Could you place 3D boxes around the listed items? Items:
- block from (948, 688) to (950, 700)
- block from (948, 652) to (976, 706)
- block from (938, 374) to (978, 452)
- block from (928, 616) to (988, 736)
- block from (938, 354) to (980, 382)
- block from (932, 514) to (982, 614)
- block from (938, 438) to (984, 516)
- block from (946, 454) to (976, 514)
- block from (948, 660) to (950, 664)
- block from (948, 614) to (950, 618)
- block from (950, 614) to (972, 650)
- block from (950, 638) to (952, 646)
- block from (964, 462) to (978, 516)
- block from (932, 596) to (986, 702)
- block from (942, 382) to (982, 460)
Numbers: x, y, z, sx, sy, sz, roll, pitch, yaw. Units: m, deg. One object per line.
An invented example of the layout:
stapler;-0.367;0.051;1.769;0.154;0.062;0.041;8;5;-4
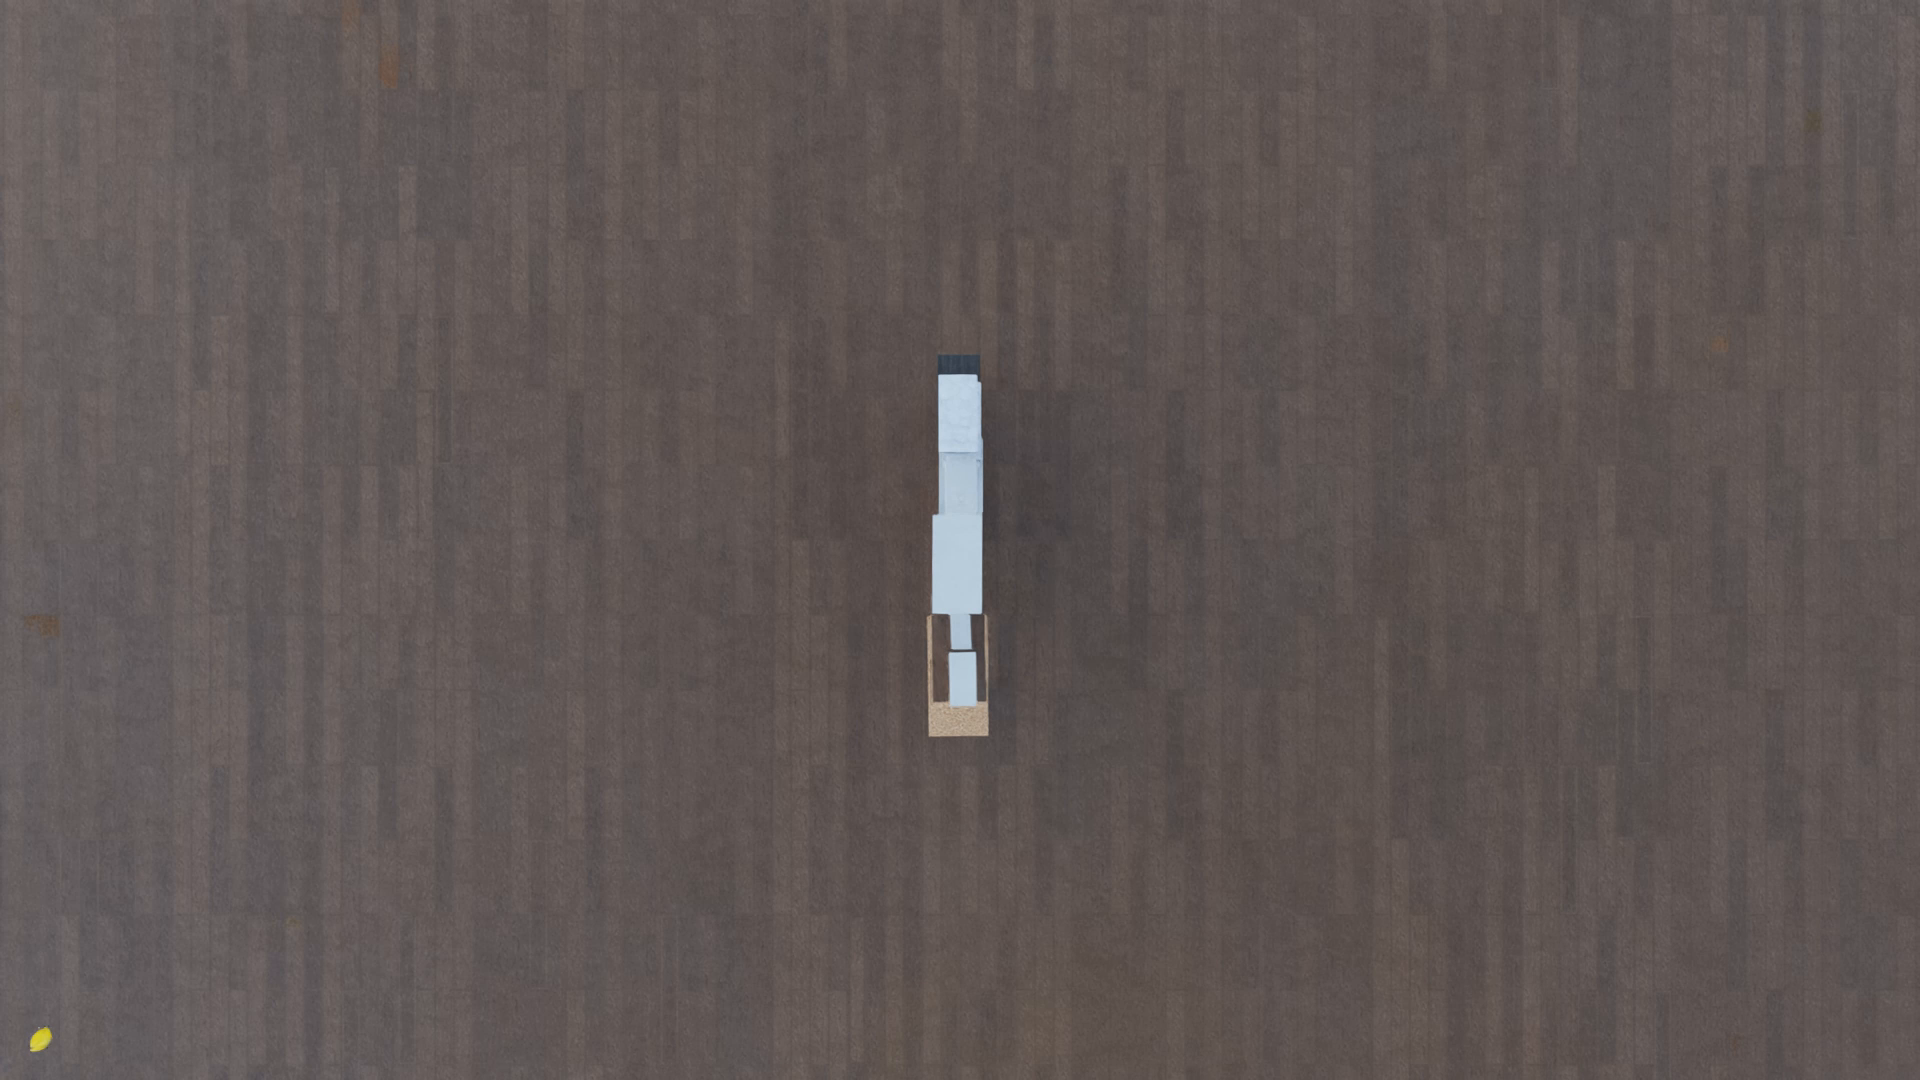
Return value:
block;0.004;0.423;4.518;0.072;0.144;0.020;0;89;-2
block;0.008;0.374;4.436;0.072;0.020;0.144;-1;90;-2
block;-0.005;-0.347;4.542;0.106;0.030;0.212;0;90;0
block;-0.006;0.407;4.954;0.179;0.051;0.357;-1;90;0
block;-0.004;-0.448;5.212;0.135;0.038;0.269;0;90;0
block;-0.007;0.064;4.316;0.129;0.036;0.257;0;90;0
block;0.003;-0.177;5.046;0.134;0.038;0.267;0;90;0
block;0.002;-0.156;4.638;0.083;0.023;0.166;0;90;0
block;0.003;0.327;4.518;0.072;0.144;0.020;-1;89;-2
block;-0.002;0.209;4.537;0.054;0.108;0.015;-1;89;-2
block;0.002;0.244;4.475;0.054;0.015;0.108;-2;90;-2
block;-0.001;0.281;4.537;0.054;0.108;0.015;-1;89;-2
block;0.003;-0.134;4.829;0.093;0.026;0.185;0;90;0
block;-0.004;0.303;4.612;0.148;0.042;0.295;-1;90;0
block;0.005;-0.343;4.785;0.113;0.032;0.226;0;90;0
